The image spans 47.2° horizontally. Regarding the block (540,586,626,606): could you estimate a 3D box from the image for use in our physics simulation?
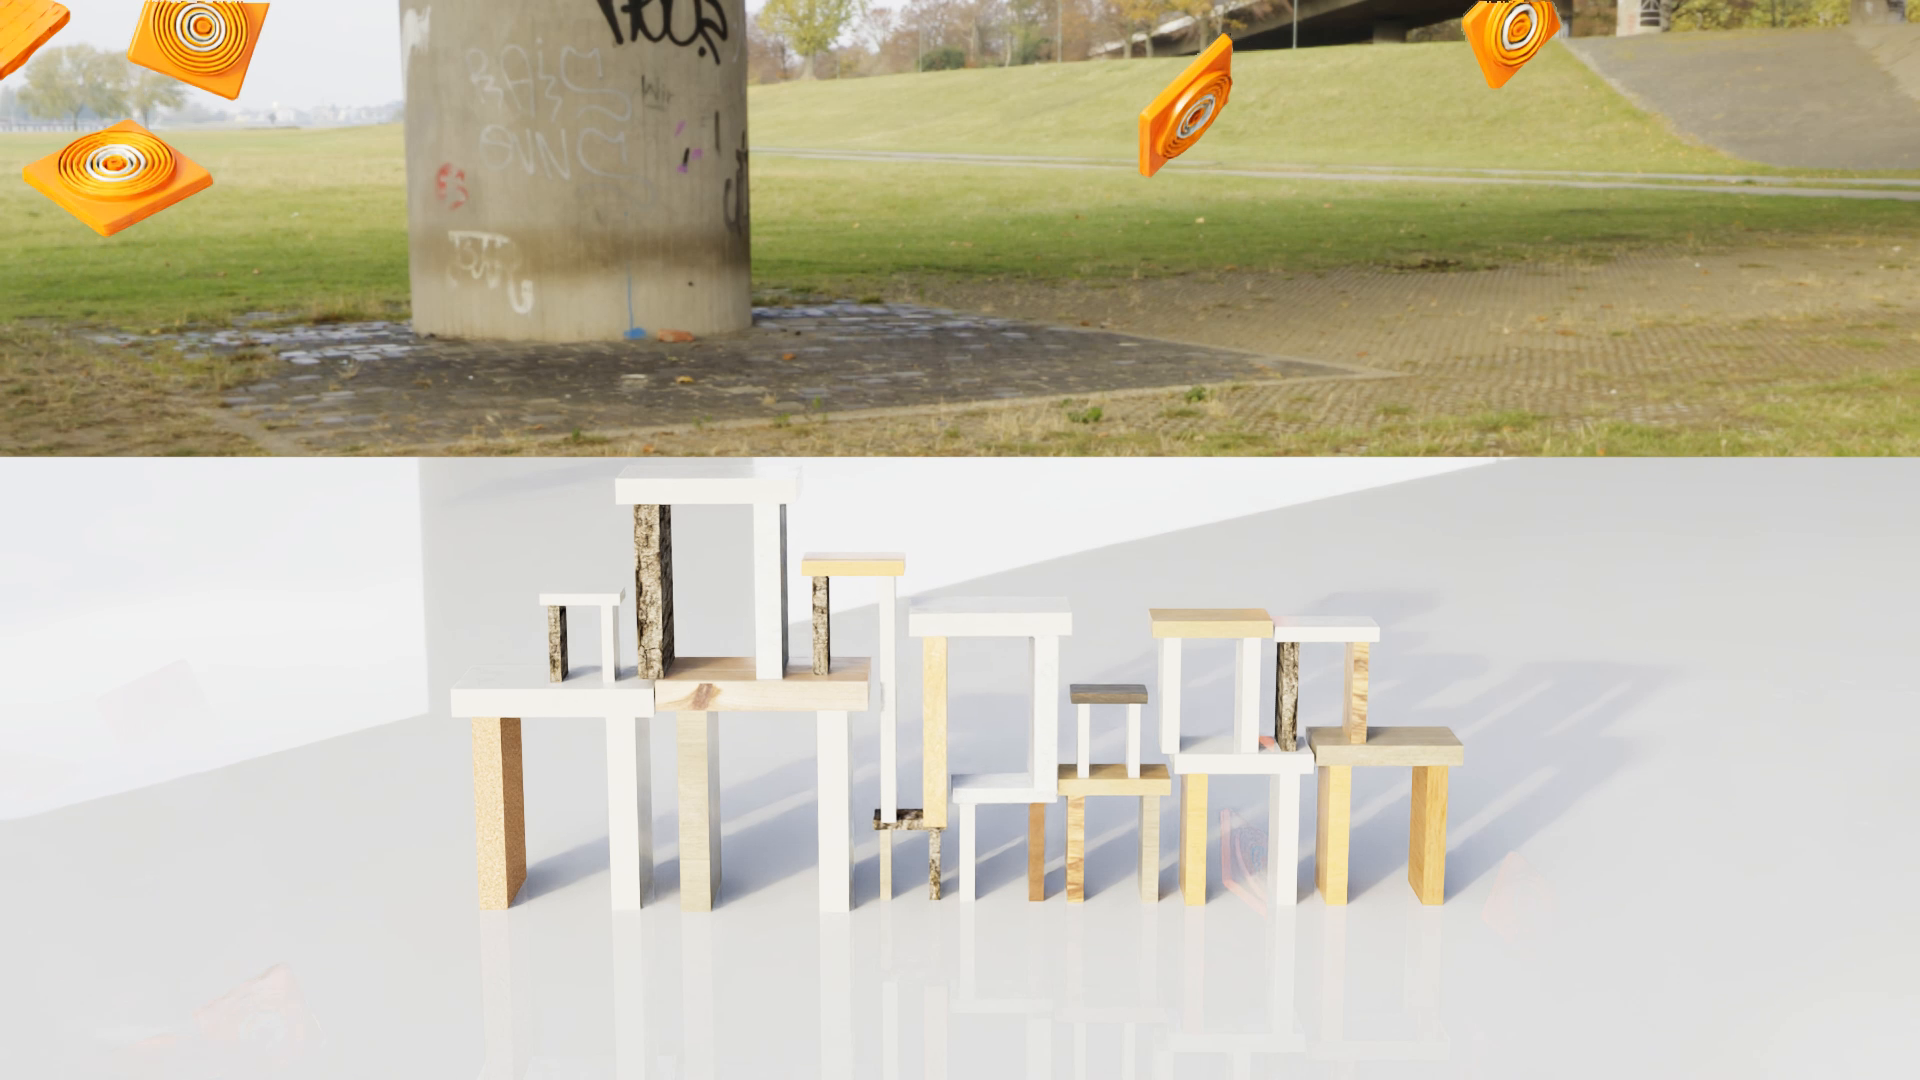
[{"bbox_3d":[-0.613,0.090,3.574,0.129,0.018,0.064,0,11,0],"label":"block"}]

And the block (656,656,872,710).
[{"bbox_3d":[-0.317,0.234,3.599,0.338,0.048,0.169,0,11,0],"label":"block"}]

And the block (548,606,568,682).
[{"bbox_3d":[-0.656,0.162,3.587,0.018,0.129,0.064,0,11,0],"label":"block"}]

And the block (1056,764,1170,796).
[{"bbox_3d":[0.252,0.395,3.635,0.184,0.026,0.092,0,11,0],"label":"block"}]

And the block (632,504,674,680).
[{"bbox_3d":[-0.496,0.070,3.572,0.040,0.285,0.143,0,11,0],"label":"block"}]

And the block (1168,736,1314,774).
[{"bbox_3d":[0.461,0.353,3.624,0.225,0.032,0.113,0,11,0],"label":"block"}]

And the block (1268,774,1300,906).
[{"bbox_3d":[0.536,0.480,3.647,0.032,0.225,0.113,0,11,0],"label":"block"}]

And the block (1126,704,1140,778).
[{"bbox_3d":[0.285,0.322,3.617,0.018,0.124,0.062,0,11,0],"label":"block"}]

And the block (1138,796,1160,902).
[{"bbox_3d":[0.313,0.499,3.654,0.026,0.184,0.092,0,11,0],"label":"block"}]

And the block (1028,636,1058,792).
[{"bbox_3d":[0.136,0.270,3.612,0.037,0.260,0.130,0,10,-3],"label":"block"}]

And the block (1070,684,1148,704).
[{"bbox_3d":[0.243,0.253,3.604,0.124,0.018,0.062,0,11,0],"label":"block"}]

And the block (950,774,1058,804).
[{"bbox_3d":[0.072,0.410,3.634,0.171,0.024,0.086,0,10,-3],"label":"block"}]

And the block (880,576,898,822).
[{"bbox_3d":[-0.116,0.253,3.599,0.023,0.411,0.082,0,11,2],"label":"block"}]

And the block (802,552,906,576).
[{"bbox_3d":[-0.171,0.039,3.560,0.164,0.023,0.082,0,11,1],"label":"block"}]

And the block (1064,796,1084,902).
[{"bbox_3d":[0.190,0.499,3.654,0.026,0.184,0.092,0,11,0],"label":"block"}]

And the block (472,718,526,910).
[{"bbox_3d":[-0.762,0.430,3.643,0.046,0.325,0.162,0,11,0],"label":"block"}]

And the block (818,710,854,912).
[{"bbox_3d":[-0.205,0.424,3.634,0.048,0.338,0.169,0,11,0],"label":"block"}]

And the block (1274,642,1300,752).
[{"bbox_3d":[0.536,0.247,3.607,0.024,0.184,0.085,0,11,0],"label":"block"}]

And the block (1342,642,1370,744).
[{"bbox_3d":[0.649,0.240,3.606,0.024,0.169,0.085,0,11,0],"label":"block"}]

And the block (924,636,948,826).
[{"bbox_3d":[-0.040,0.299,3.611,0.037,0.317,0.130,0,11,0],"label":"block"}]

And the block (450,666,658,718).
[{"bbox_3d":[-0.654,0.247,3.609,0.325,0.046,0.162,0,11,0],"label":"block"}]

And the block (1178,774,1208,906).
[{"bbox_3d":[0.386,0.480,3.647,0.032,0.225,0.113,0,11,0],"label":"block"}]

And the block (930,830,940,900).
[{"bbox_3d":[-0.041,0.531,3.656,0.017,0.122,0.061,0,11,0],"label":"block"}]

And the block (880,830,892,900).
[{"bbox_3d":[-0.123,0.530,3.657,0.017,0.121,0.061,0,11,0],"label":"block"}]

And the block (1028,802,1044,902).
[{"bbox_3d":[0.127,0.505,3.657,0.024,0.171,0.086,0,10,0],"label":"block"}]

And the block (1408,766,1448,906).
[{"bbox_3d":[0.777,0.473,3.651,0.034,0.238,0.119,0,11,0],"label":"block"}]

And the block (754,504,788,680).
[{"bbox_3d":[-0.306,0.070,3.571,0.040,0.285,0.143,0,11,0],"label":"block"}]

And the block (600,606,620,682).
[{"bbox_3d":[-0.570,0.162,3.587,0.018,0.129,0.064,0,11,0],"label":"block"}]

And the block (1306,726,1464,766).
[{"bbox_3d":[0.698,0.339,3.626,0.238,0.034,0.119,0,11,0],"label":"block"}]

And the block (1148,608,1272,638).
[{"bbox_3d":[0.406,0.135,3.582,0.193,0.027,0.096,0,11,0],"label":"block"}]

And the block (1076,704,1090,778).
[{"bbox_3d":[0.202,0.322,3.617,0.018,0.124,0.062,0,11,0],"label":"block"}]

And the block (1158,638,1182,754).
[{"bbox_3d":[0.342,0.243,3.602,0.027,0.193,0.096,0,11,0],"label":"block"}]

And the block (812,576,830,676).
[{"bbox_3d":[-0.226,0.130,3.579,0.023,0.164,0.082,0,11,0],"label":"block"}]

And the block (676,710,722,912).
[{"bbox_3d":[-0.430,0.424,3.634,0.048,0.338,0.169,0,11,0],"label":"block"}]

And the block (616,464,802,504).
[{"bbox_3d":[-0.401,-0.090,3.542,0.285,0.040,0.143,0,11,0],"label":"block"}]

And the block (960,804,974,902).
[{"bbox_3d":[0.012,0.505,3.658,0.024,0.171,0.086,0,11,0],"label":"block"}]

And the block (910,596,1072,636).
[{"bbox_3d":[0.048,0.124,3.583,0.260,0.037,0.130,0,10,-2],"label":"block"}]

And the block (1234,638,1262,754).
[{"bbox_3d":[0.471,0.243,3.602,0.027,0.193,0.096,0,11,0],"label":"block"}]

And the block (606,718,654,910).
[{"bbox_3d":[-0.546,0.430,3.643,0.046,0.325,0.162,0,11,0],"label":"block"}]

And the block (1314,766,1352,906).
[{"bbox_3d":[0.618,0.473,3.651,0.034,0.238,0.119,0,11,0],"label":"block"}]

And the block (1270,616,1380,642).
[{"bbox_3d":[0.592,0.145,3.588,0.169,0.024,0.085,0,11,0],"label":"block"}]

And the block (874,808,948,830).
[{"bbox_3d":[-0.081,0.463,3.642,0.122,0.017,0.061,0,11,0],"label":"block"}]
